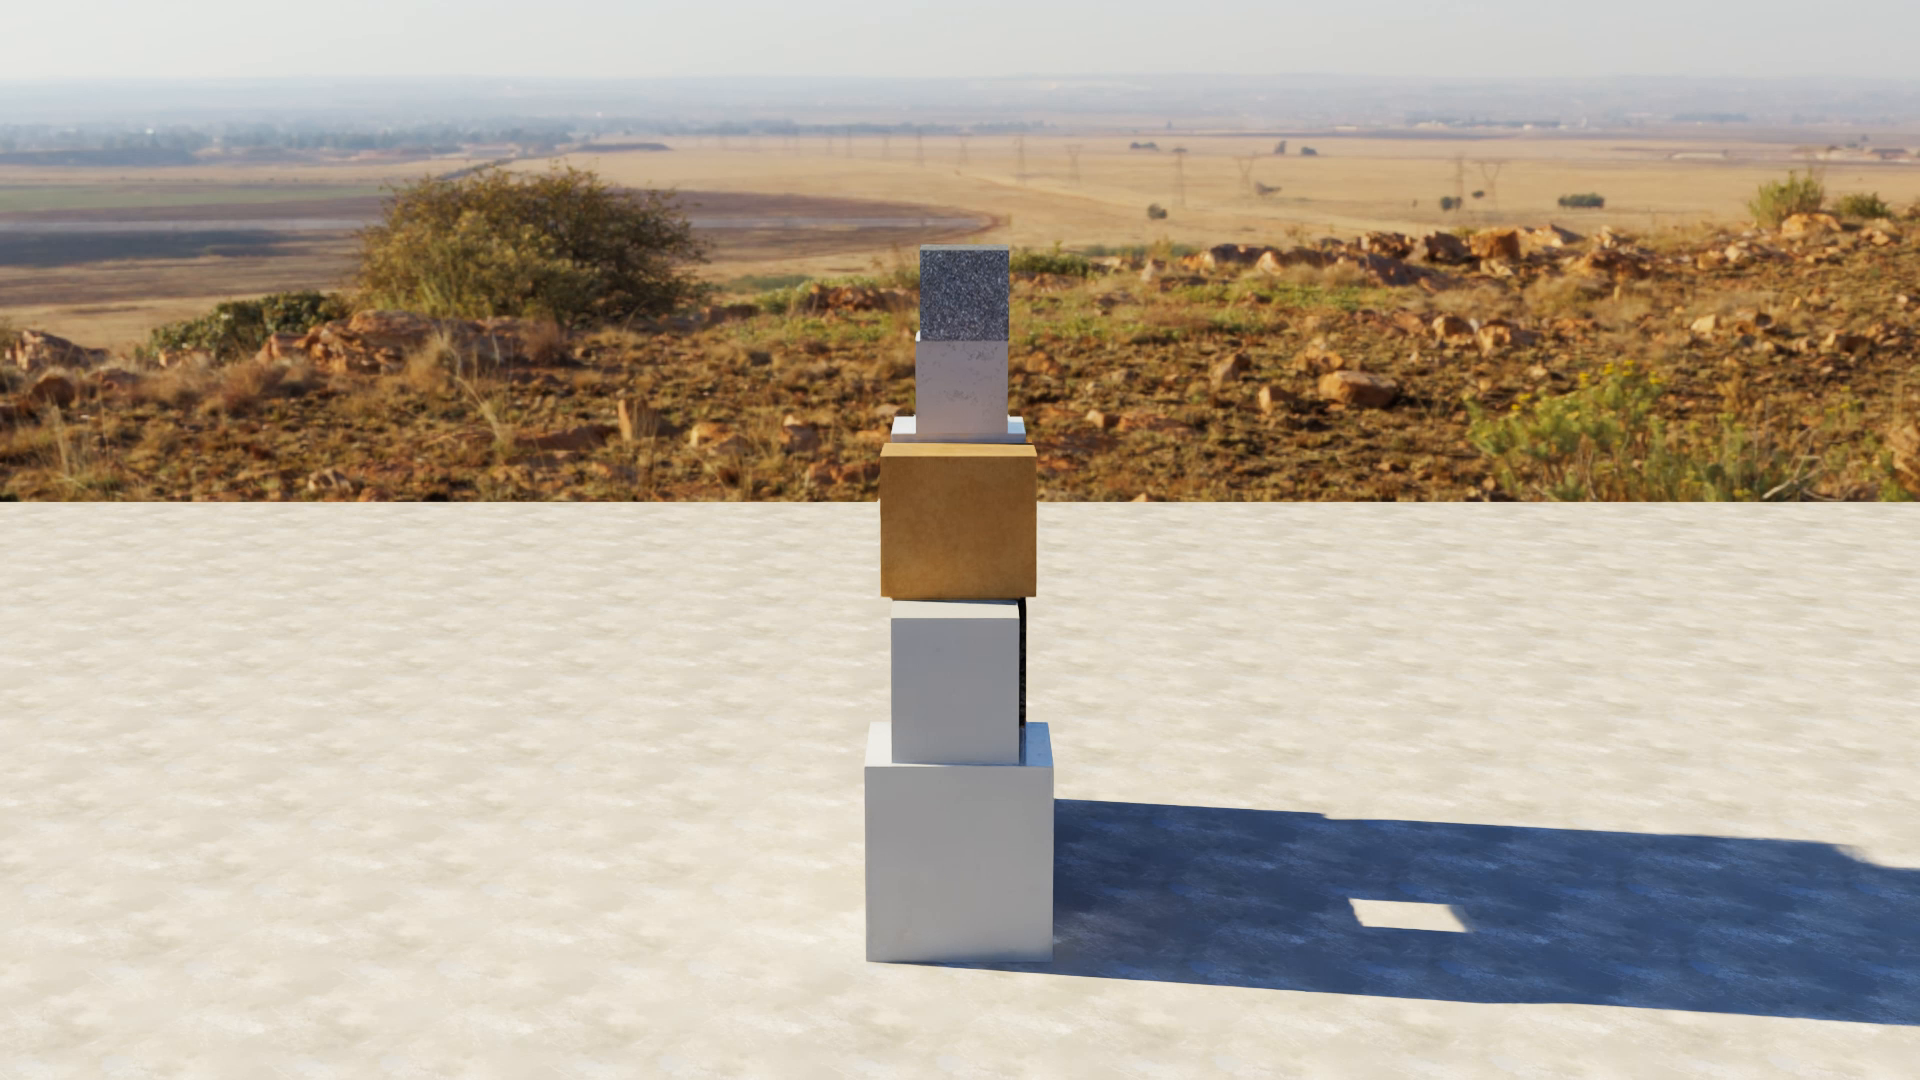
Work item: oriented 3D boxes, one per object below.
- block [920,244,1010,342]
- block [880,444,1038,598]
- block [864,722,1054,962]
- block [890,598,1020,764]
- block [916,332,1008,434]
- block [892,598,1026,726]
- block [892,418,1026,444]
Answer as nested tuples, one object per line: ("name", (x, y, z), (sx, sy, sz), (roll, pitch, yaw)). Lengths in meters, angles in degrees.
("block", (0.019, -1.065, 11.021), (0.376, 0.383, 0.443), (0, 9, 0))
("block", (-0.005, -0.088, 10.662), (0.633, 0.575, 0.588), (0, 7, 0))
("block", (-0.003, 1.228, 10.547), (0.749, 0.810, 0.706), (0, 10, 0))
("block", (-0.020, 0.546, 10.389), (0.505, 0.589, 0.548), (0, 10, 0))
("block", (0.007, -0.682, 11.092), (0.391, 0.395, 0.425), (0, 9, 0))
("block", (-0.004, 0.469, 10.964), (0.553, 0.553, 0.565), (0, 8, 0))
("block", (-0.006, -0.185, 11.271), (0.572, 0.644, 0.606), (0, 9, 0))
